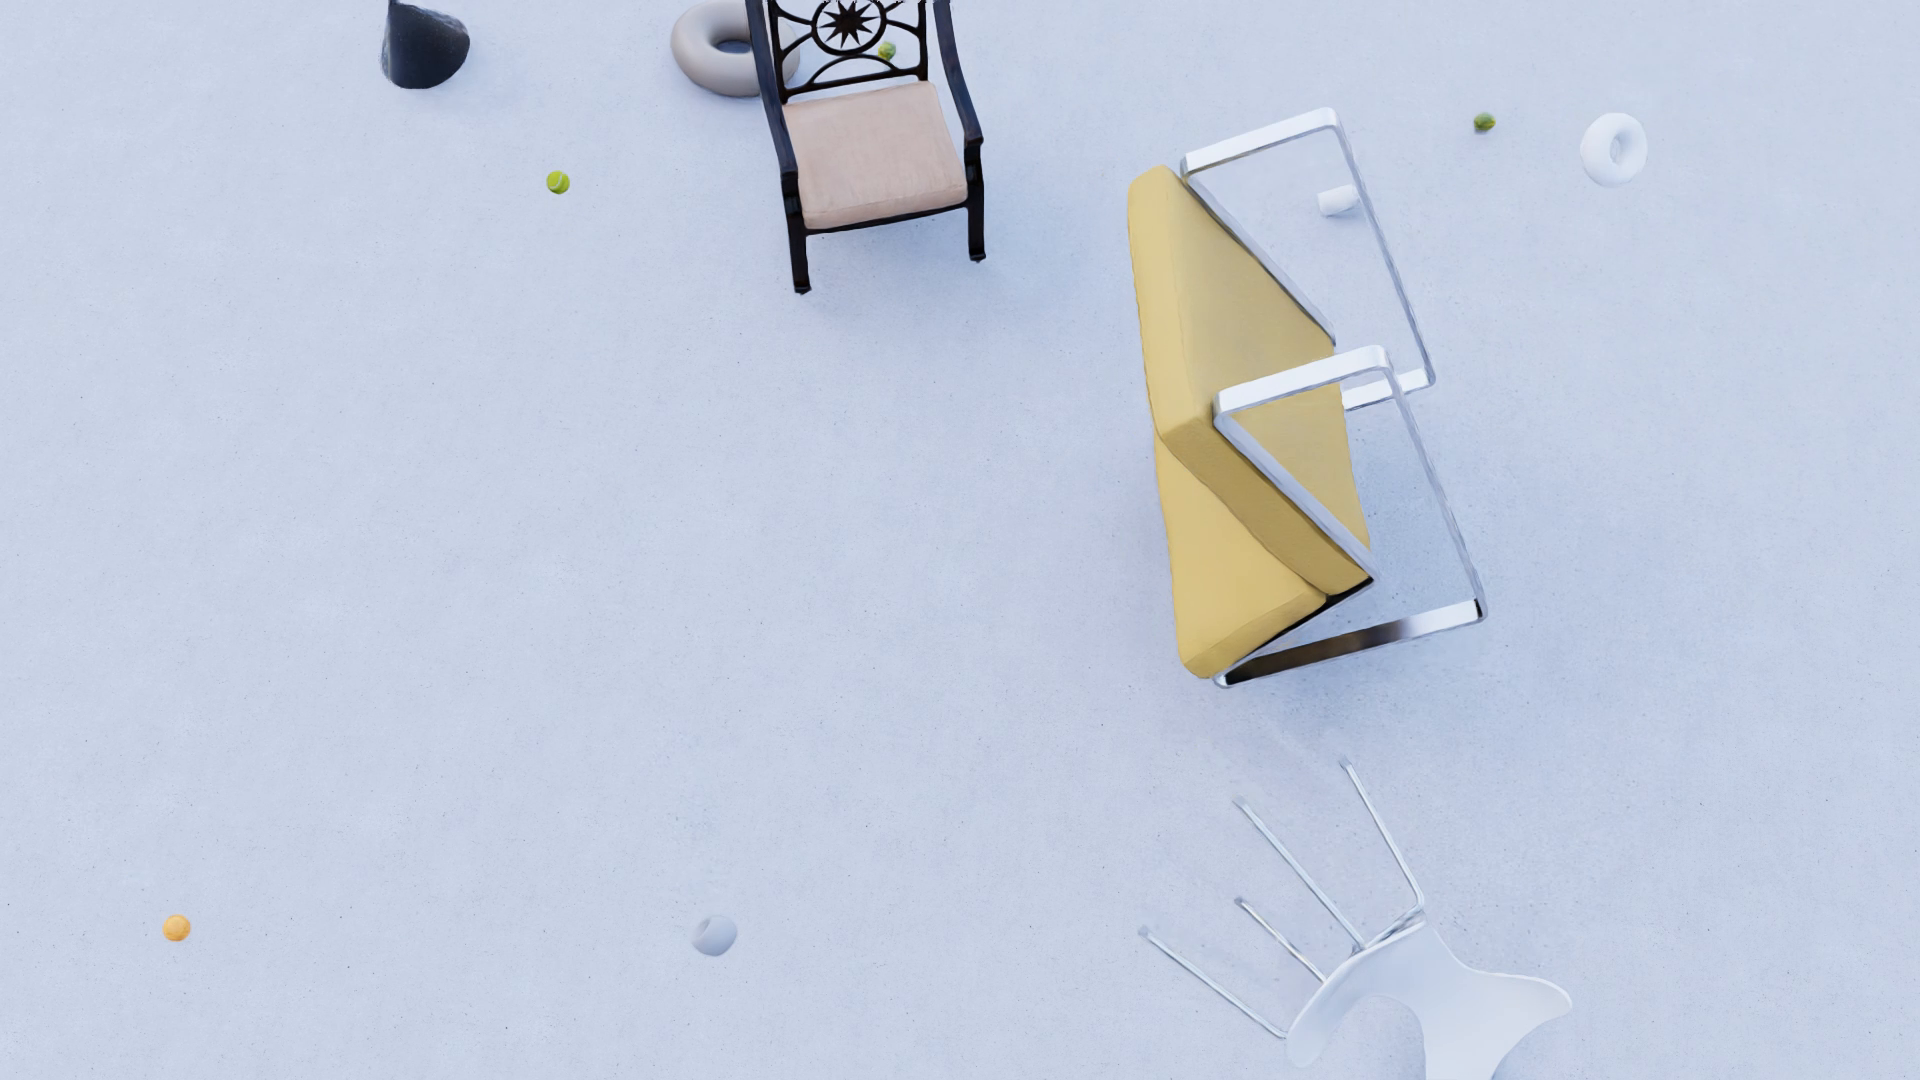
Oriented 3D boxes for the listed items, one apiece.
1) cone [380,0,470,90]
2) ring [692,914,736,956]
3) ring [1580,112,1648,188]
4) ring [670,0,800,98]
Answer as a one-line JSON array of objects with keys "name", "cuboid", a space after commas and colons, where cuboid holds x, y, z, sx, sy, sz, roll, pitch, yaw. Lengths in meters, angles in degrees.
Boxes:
[{"name": "cone", "cuboid": [-1.887, -1.757, 7.511, 0.326, 0.323, 0.303, -27, 69, -1]}, {"name": "ring", "cuboid": [-0.625, 1.005, 5.591, 0.078, 0.150, 0.094, 31, 52, -18]}, {"name": "ring", "cuboid": [2.030, -1.210, 6.823, 0.253, 0.231, 0.090, -1, 12, -32]}, {"name": "ring", "cuboid": [-0.779, -1.709, 7.629, 0.479, 0.154, 0.385, 26, 61, 17]}]
